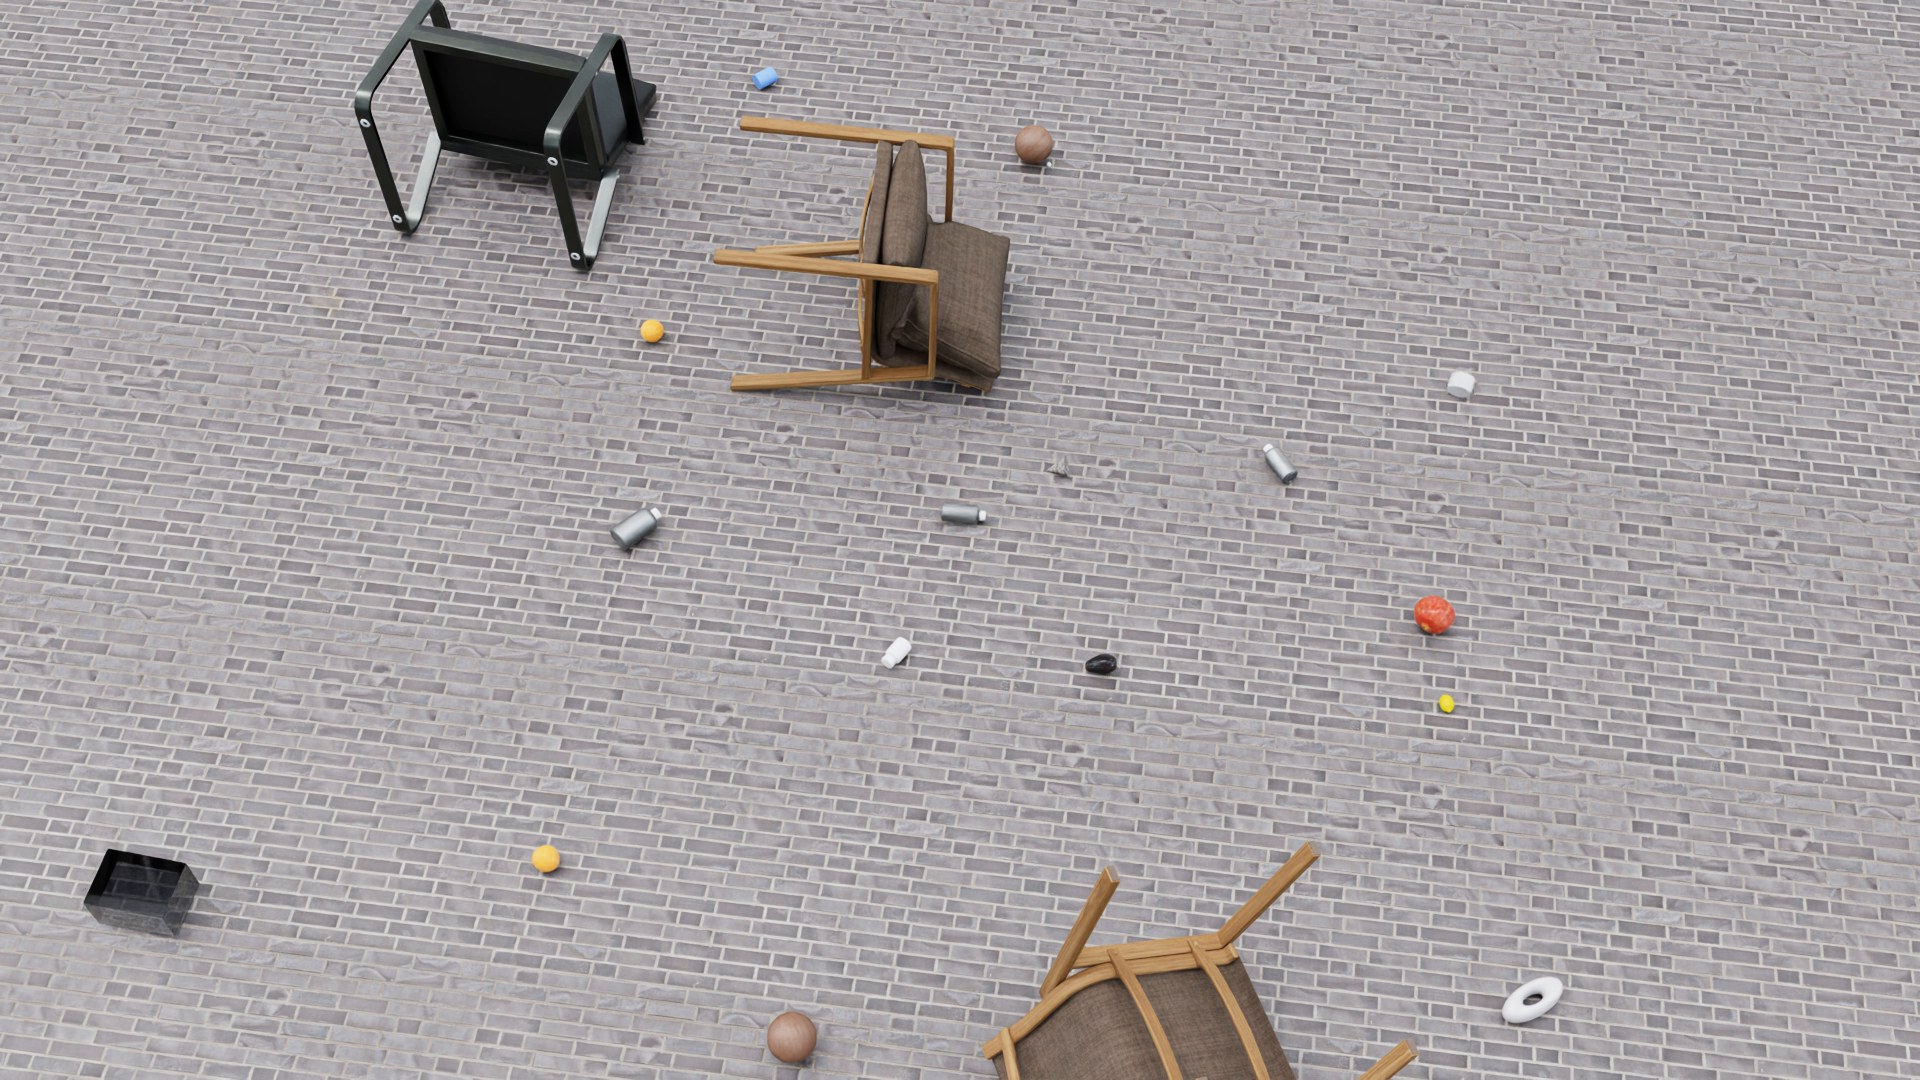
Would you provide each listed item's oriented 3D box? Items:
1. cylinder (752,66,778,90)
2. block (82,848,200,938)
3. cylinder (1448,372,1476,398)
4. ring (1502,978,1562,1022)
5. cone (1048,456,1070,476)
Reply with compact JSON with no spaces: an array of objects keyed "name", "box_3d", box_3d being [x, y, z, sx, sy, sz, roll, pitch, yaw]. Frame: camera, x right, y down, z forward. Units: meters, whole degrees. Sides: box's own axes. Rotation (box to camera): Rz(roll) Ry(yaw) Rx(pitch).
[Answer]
[{"name":"cylinder","box_3d":[-0.675,-1.600,7.616,0.069,0.053,0.056,-32,67,-19]},{"name":"block","box_3d":[-2.180,0.942,5.863,0.221,0.131,0.162,9,57,6]},{"name":"cylinder","box_3d":[1.566,-0.485,6.869,0.075,0.050,0.060,18,58,14]},{"name":"ring","box_3d":[1.493,1.199,5.733,0.188,0.061,0.087,-25,58,-17]},{"name":"cone","box_3d":[0.294,-0.219,6.707,0.066,0.050,0.069,-12,61,17]}]
